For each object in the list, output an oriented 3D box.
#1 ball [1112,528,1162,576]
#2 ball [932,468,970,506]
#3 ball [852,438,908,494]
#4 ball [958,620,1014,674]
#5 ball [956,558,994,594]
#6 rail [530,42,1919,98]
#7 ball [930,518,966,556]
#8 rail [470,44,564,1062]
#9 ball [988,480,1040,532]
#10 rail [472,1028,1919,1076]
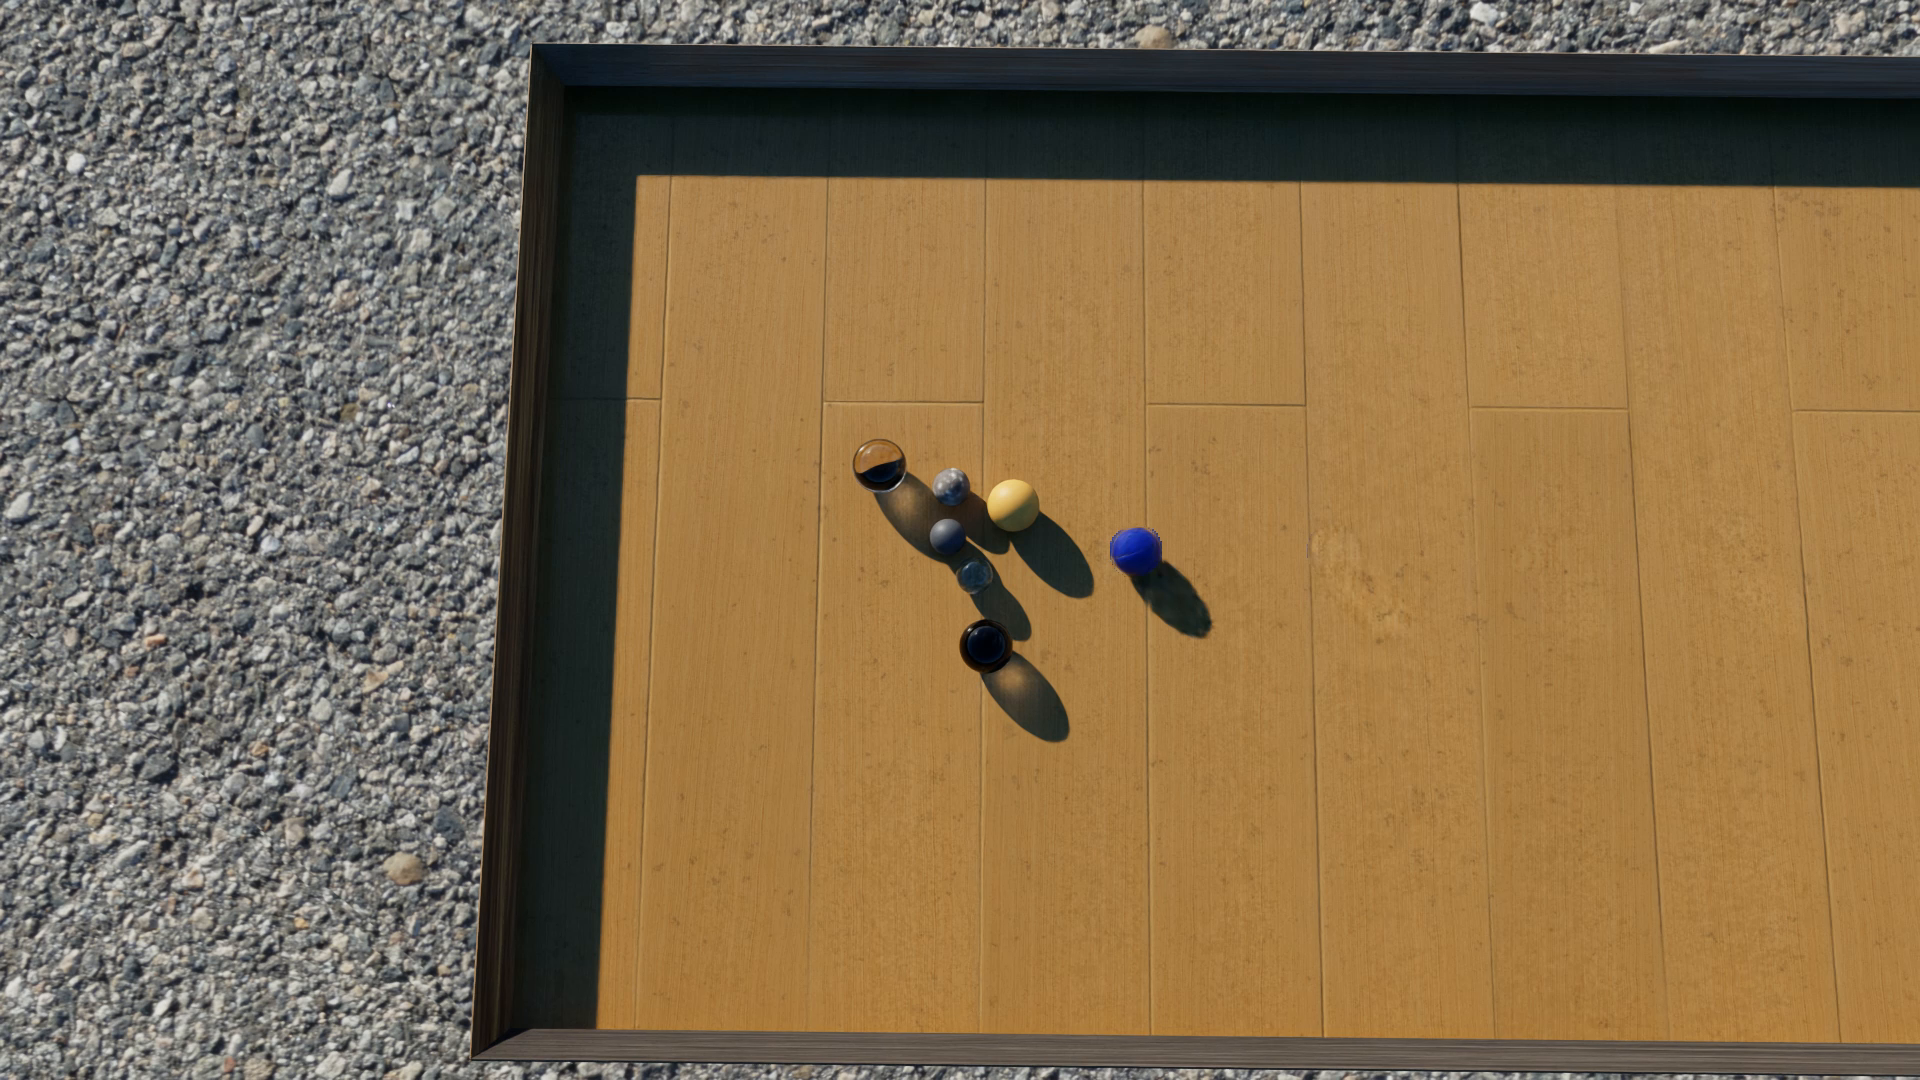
[{"bbox_3d":[0.266,0.018,3.317,0.074,0.074,0.074,0,77,0],"label":"ball"},{"bbox_3d":[-0.013,-0.081,3.349,0.058,0.058,0.058,0,77,0],"label":"ball"},{"bbox_3d":[-0.122,-0.113,3.343,0.084,0.084,0.084,0,77,0],"label":"ball"},{"bbox_3d":[0.039,0.159,3.280,0.081,0.081,0.081,0,77,0],"label":"ball"},{"bbox_3d":[0.022,0.054,3.318,0.056,0.056,0.056,0,77,0],"label":"ball"},{"bbox_3d":[0.686,-0.728,3.475,2.714,0.109,0.045,1,77,0],"label":"rail"},{"bbox_3d":[-0.018,-0.005,3.332,0.055,0.055,0.055,0,77,0],"label":"ball"},{"bbox_3d":[-0.655,-0.012,3.305,0.045,0.109,1.547,1,77,0],"label":"rail"},{"bbox_3d":[0.081,-0.052,3.331,0.080,0.080,0.080,0,77,0],"label":"ball"},{"bbox_3d":[0.670,0.732,3.129,2.714,0.109,0.045,1,77,0],"label":"rail"}]
